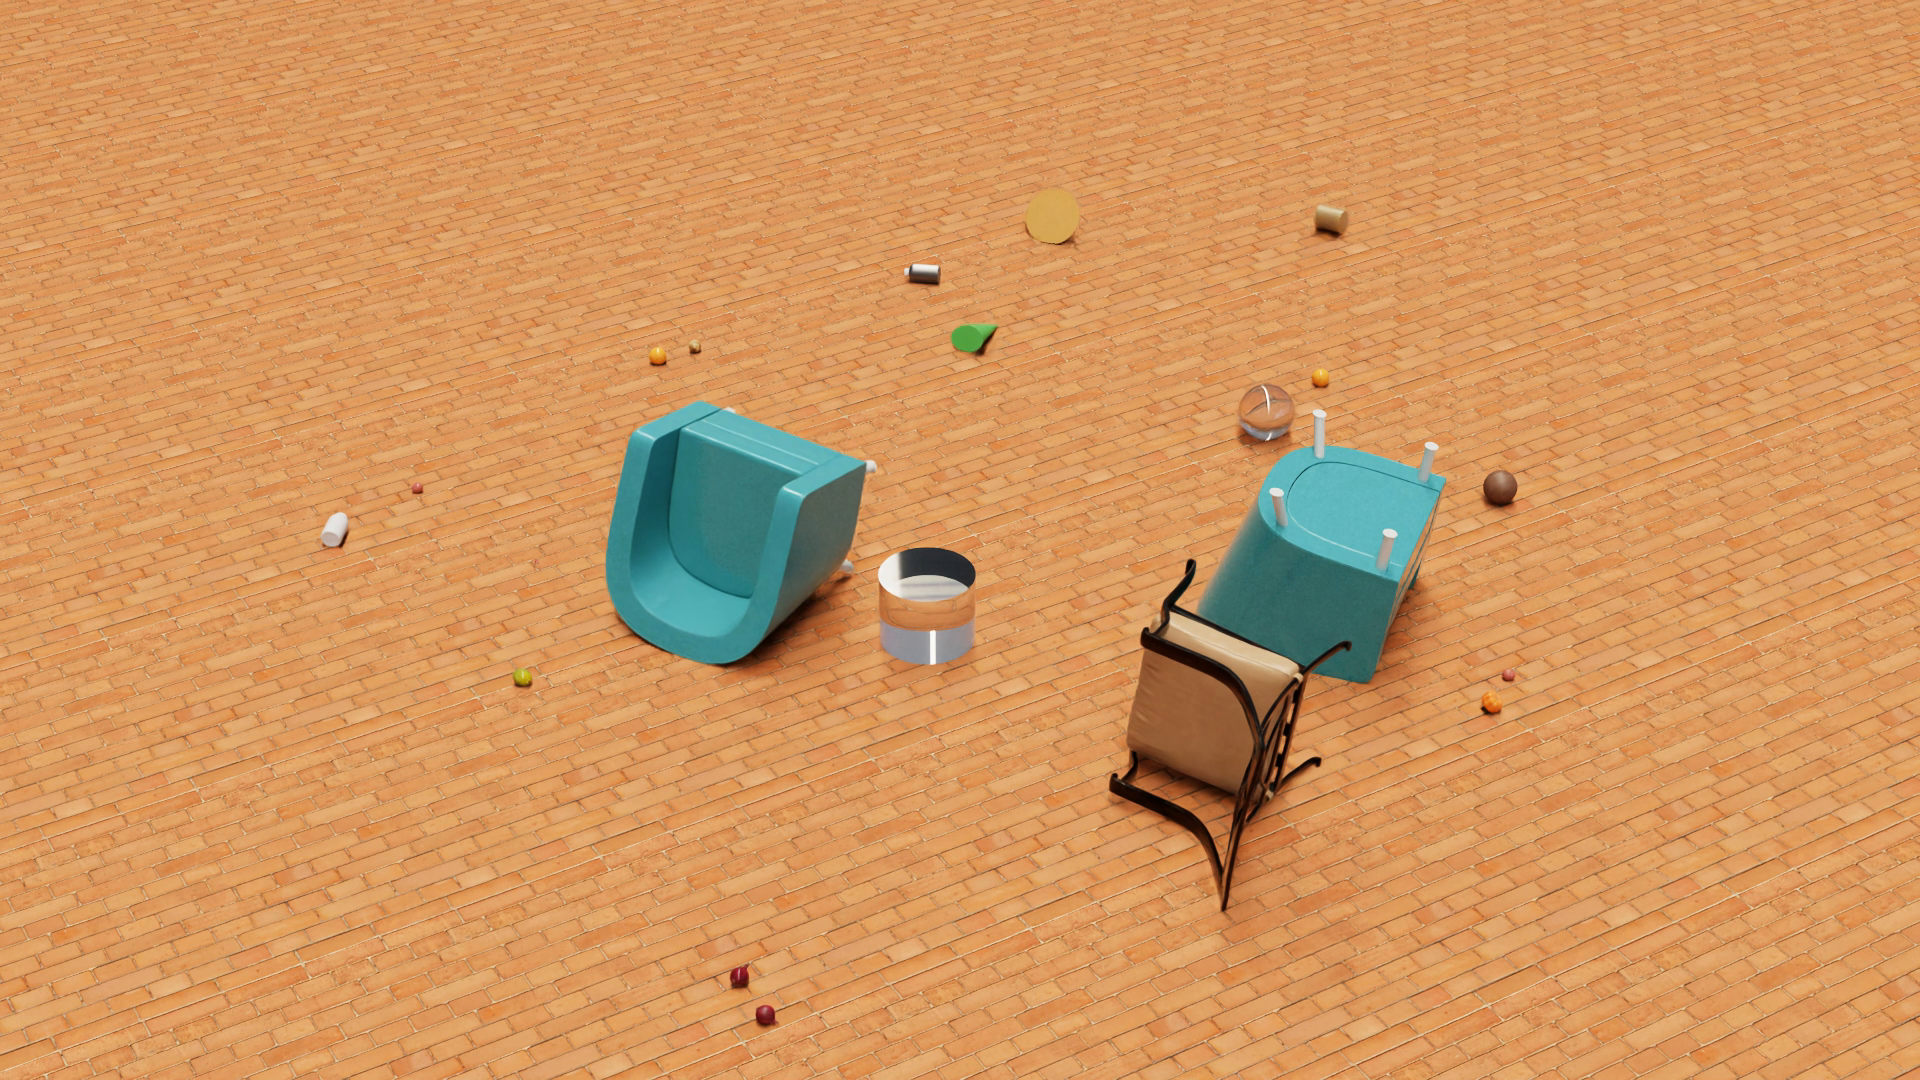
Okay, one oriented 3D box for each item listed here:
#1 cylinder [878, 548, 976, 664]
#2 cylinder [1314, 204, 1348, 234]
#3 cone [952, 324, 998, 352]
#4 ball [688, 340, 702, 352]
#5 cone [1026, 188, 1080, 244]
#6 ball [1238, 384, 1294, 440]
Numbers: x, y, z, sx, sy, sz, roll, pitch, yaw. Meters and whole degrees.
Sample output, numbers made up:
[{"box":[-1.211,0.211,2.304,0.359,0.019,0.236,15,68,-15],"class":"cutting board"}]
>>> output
[{"box":[-0.116,0.231,10.351,0.343,0.267,0.343,11,35,17],"class":"cylinder"},{"box":[1.645,-1.421,12.994,0.119,0.128,0.095,18,72,25],"class":"cylinder"},{"box":[0.097,-0.867,12.209,0.151,0.113,0.268,3,18,31],"class":"cone"},{"box":[-1.096,-0.802,12.113,0.053,0.053,0.053,0,33,0],"class":"ball"},{"box":[0.433,-1.412,13.007,0.247,0.123,0.275,-34,63,10],"class":"cone"},{"box":[1.203,-0.502,11.505,0.222,0.222,0.222,0,33,0],"class":"ball"}]
